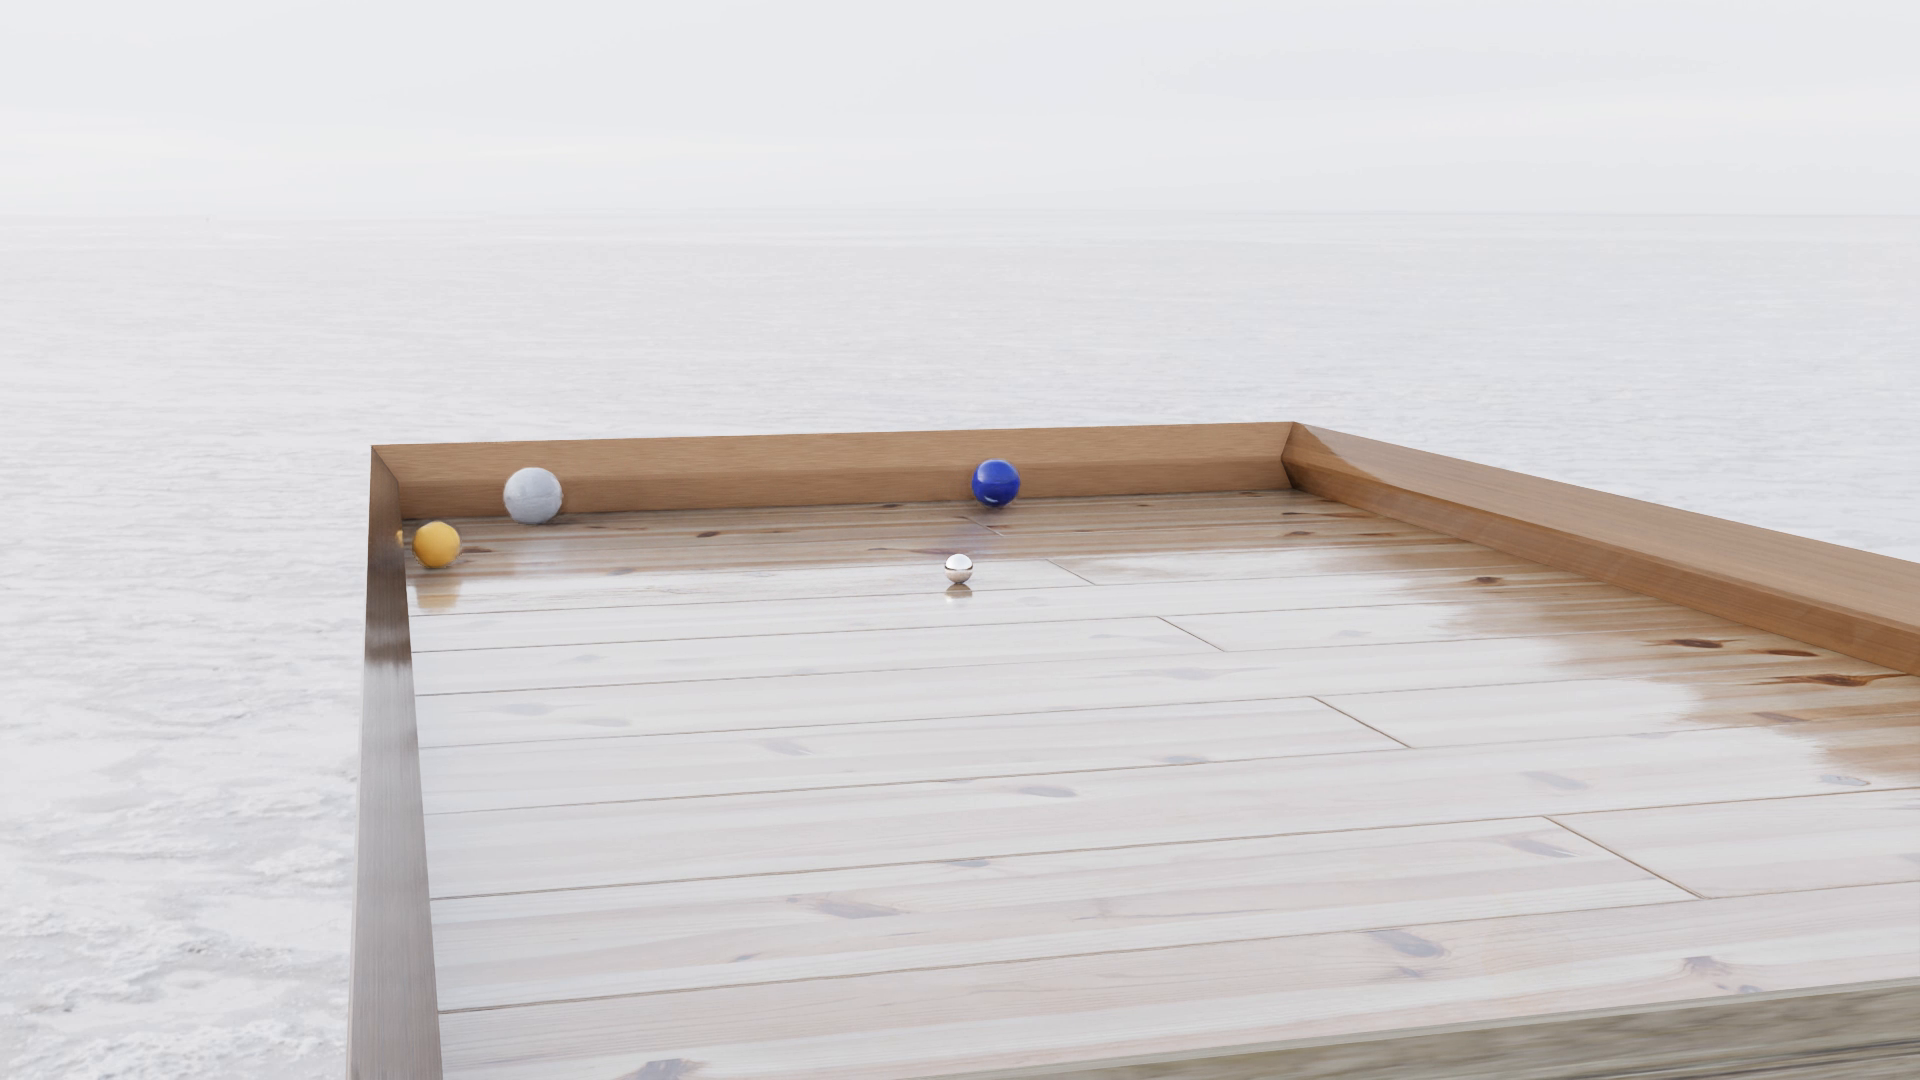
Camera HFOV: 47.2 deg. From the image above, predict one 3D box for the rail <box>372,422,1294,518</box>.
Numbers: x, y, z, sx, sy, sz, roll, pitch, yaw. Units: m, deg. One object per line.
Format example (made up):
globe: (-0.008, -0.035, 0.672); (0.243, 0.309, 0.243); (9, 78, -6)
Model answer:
rail: (-0.182, -0.129, 3.989); (1.714, 0.128, 0.045); (-2, 9, -14)

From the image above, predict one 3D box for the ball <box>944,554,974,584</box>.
ball: (-0.002, 0.041, 3.144); (0.042, 0.042, 0.042); (0, 8, 0)

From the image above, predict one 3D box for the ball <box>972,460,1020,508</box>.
ball: (0.064, -0.101, 3.947); (0.087, 0.087, 0.087); (0, 8, 0)

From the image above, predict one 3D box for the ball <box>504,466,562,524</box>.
ball: (-0.725, -0.075, 3.737); (0.098, 0.098, 0.098); (0, 8, 0)

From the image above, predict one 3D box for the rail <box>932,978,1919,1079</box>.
rail: (0.557, 0.286, 1.193); (1.714, 0.128, 0.045); (-2, 9, -14)

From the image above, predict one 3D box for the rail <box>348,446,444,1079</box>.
rail: (-0.618, 0.110, 2.383); (0.045, 0.128, 2.969); (-2, 9, -14)

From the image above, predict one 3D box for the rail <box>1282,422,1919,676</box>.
rail: (0.994, 0.048, 2.800); (0.045, 0.128, 2.969); (-2, 9, -14)

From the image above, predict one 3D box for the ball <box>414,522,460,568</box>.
ball: (-0.781, 0.007, 3.285); (0.068, 0.068, 0.068); (0, 8, 0)
